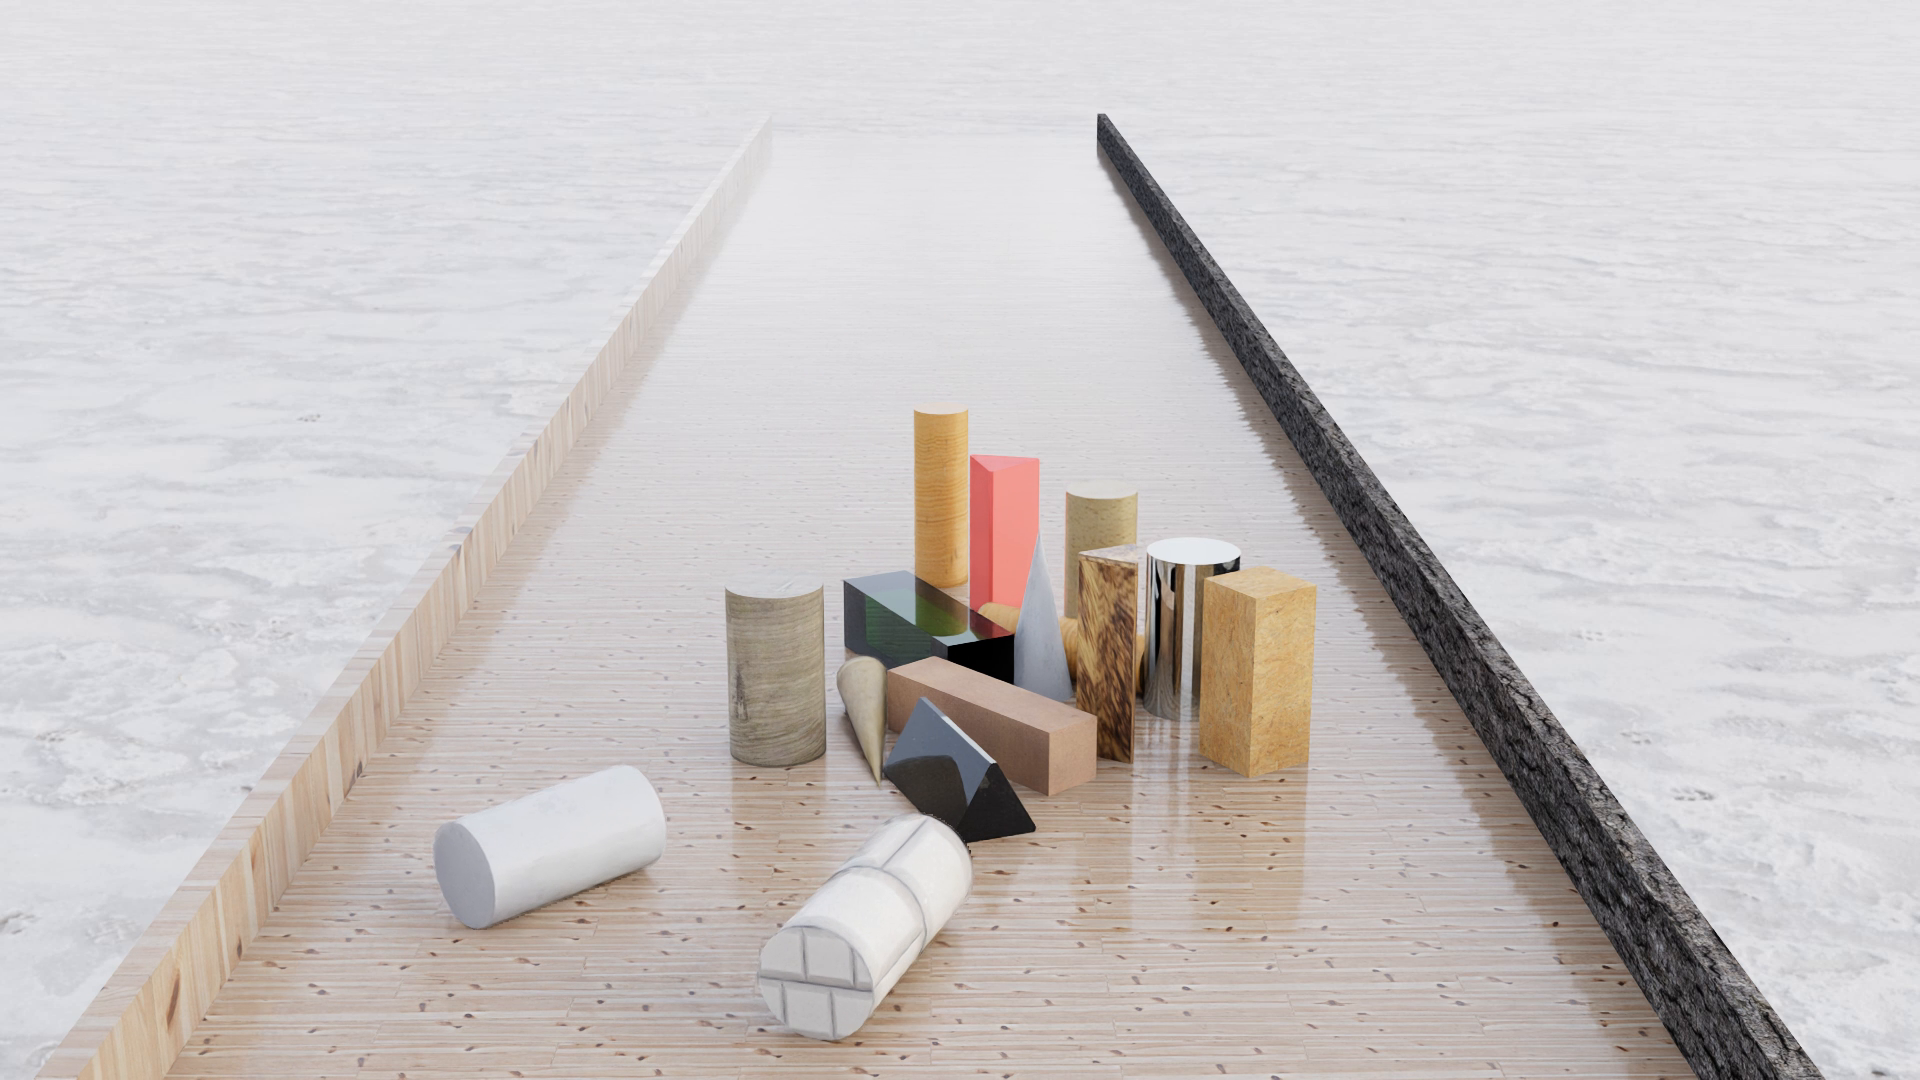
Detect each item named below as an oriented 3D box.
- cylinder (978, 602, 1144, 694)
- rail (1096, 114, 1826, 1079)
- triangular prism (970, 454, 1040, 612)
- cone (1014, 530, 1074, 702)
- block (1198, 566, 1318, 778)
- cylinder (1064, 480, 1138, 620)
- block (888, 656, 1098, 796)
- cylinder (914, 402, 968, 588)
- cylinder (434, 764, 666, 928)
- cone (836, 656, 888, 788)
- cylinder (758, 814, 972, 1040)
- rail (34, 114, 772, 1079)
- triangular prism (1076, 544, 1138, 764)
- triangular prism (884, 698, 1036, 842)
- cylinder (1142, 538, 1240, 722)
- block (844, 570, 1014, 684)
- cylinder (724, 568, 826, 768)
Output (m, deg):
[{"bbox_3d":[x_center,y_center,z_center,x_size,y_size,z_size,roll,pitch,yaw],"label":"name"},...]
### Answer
[{"bbox_3d":[0.211,0.211,4.315,0.379,0.116,0.116,10,20,31],"label":"cylinder"},{"bbox_3d":[0.932,-0.844,7.801,0.050,0.150,12.000,0,17,-1],"label":"rail"},{"bbox_3d":[0.069,-0.007,4.658,0.127,0.337,0.147,15,22,42],"label":"triangular prism"},{"bbox_3d":[0.150,0.134,4.190,0.137,0.333,0.137,0,17,0],"label":"cone"},{"bbox_3d":[0.523,0.230,3.877,0.138,0.329,0.138,-11,20,-32],"label":"block"},{"bbox_3d":[0.280,0.067,4.386,0.143,0.350,0.143,0,17,0],"label":"cylinder"},{"bbox_3d":[0.052,0.327,3.926,0.116,0.116,0.421,-15,22,-40],"label":"block"},{"bbox_3d":[-0.042,-0.099,4.866,0.120,0.396,0.120,0,17,0],"label":"cylinder"},{"bbox_3d":[-0.626,0.466,3.370,0.312,0.166,0.166,-16,23,-43],"label":"cylinder"},{"bbox_3d":[-0.161,0.348,3.968,0.101,0.101,0.424,-2,23,-6],"label":"cone"},{"bbox_3d":[-0.127,0.540,3.117,0.167,0.167,0.394,6,18,19],"label":"cylinder"},{"bbox_3d":[-1.118,-0.838,7.780,0.050,0.150,12.000,0,17,-1],"label":"rail"},{"bbox_3d":[0.282,0.197,3.910,0.114,0.372,0.099,10,19,30],"label":"triangular prism"},{"bbox_3d":[-0.005,0.379,3.711,0.151,0.131,0.323,-6,18,-21],"label":"triangular prism"},{"bbox_3d":[0.434,0.167,4.127,0.174,0.307,0.174,0,17,0],"label":"cylinder"},{"bbox_3d":[-0.067,0.197,4.317,0.141,0.141,0.458,-9,19,-27],"label":"block"},{"bbox_3d":[-0.327,0.227,3.914,0.173,0.314,0.173,0,17,0],"label":"cylinder"}]
